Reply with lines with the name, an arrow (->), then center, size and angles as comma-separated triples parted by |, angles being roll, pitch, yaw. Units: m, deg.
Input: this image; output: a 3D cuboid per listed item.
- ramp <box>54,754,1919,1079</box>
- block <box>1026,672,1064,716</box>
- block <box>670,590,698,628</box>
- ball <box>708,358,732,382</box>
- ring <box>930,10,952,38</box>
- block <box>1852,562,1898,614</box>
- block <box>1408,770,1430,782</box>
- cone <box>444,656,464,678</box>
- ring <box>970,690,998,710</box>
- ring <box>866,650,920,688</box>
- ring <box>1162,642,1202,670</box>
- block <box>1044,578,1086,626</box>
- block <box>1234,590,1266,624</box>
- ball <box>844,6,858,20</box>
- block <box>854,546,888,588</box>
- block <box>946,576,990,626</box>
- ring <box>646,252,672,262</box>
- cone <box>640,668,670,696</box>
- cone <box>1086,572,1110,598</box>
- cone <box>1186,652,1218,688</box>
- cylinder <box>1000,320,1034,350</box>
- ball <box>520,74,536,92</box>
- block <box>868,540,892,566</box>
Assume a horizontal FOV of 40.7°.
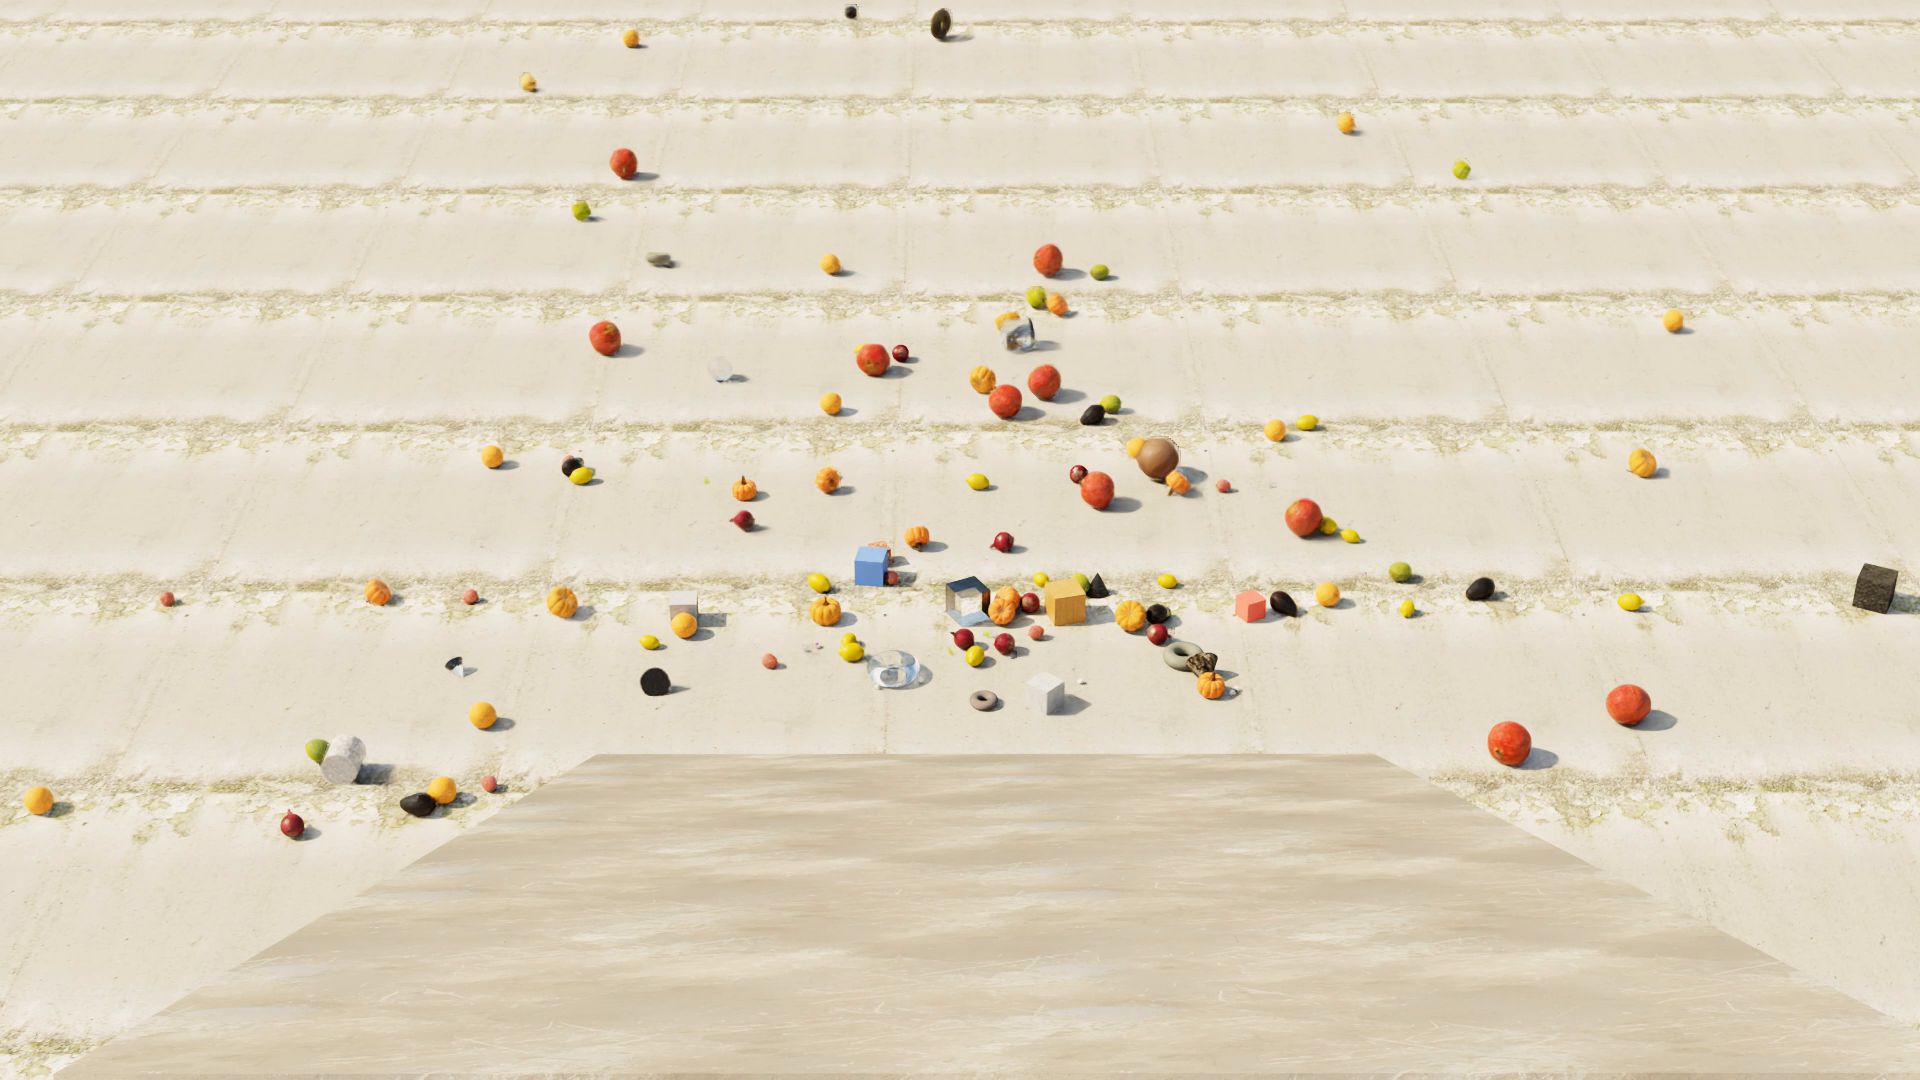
ramp -> 0.067, 0.599, 4.658 | 2.000, 0.100, 4.000 | 0, 0, 0
block -> 0.229, 0.414, 6.991 | 0.075, 0.075, 0.075 | 24, 38, 35
block -> -0.785, 0.197, 7.365 | 0.077, 0.077, 0.077 | -2, 30, -3
ball -> -0.805, -0.573, 8.695 | 0.078, 0.078, 0.078 | 0, 30, 0
ring -> -0.087, -2.326, 11.669 | 0.045, 0.135, 0.135 | 23, 37, 27
block -> 2.633, 0.140, 7.444 | 0.097, 0.097, 0.097 | 15, 33, 24
block -> 1.142, 0.647, 6.575 | 0.090, 0.090, 0.090 | 3, 30, 5
cone -> -1.383, 0.360, 7.135 | 0.055, 0.055, 0.055 | -20, 62, -30
ring -> 0.064, 0.434, 7.006 | 0.078, 0.026, 0.078 | -1, 31, 0
ring -> -0.184, 0.354, 7.123 | 0.147, 0.049, 0.147 | -1, 30, 1
ring -> 0.621, 0.322, 7.189 | 0.115, 0.038, 0.115 | -1, 31, 0
block -> 0.300, 0.178, 7.383 | 0.092, 0.092, 0.092 | -8, 31, -14
block -> 0.830, 0.190, 7.392 | 0.062, 0.062, 0.062 | -15, 33, -24
ball -> -0.502, -2.431, 11.925 | 0.060, 0.060, 0.060 | 0, 30, 0
block -> -0.260, 0.078, 7.564 | 0.084, 0.084, 0.084 | 4, 30, 7
block -> 0.023, 0.175, 7.385 | 0.095, 0.095, 0.095 | -15, 33, -25
ring -> -1.109, -1.041, 9.529 | 0.097, 0.032, 0.097 | 1, 9, 0
cone -> -0.835, 0.384, 7.081 | 0.081, 0.081, 0.081 | -5, 4, -8
cone -> 0.398, 0.122, 7.500 | 0.071, 0.071, 0.071 | 0, 30, 0
cone -> 0.672, 0.370, 7.102 | 0.090, 0.090, 0.090 | -4, 57, -8
cylinder -> 0.198, -0.709, 8.911 | 0.096, 0.096, 0.096 | -7, 31, -11
ball -> -1.852, -1.961, 11.102 | 0.070, 0.070, 0.070 | 0, 30, 0
block -> -0.238, 0.042, 7.655 | 0.054, 0.054, 0.054 | -11, 32, -19
